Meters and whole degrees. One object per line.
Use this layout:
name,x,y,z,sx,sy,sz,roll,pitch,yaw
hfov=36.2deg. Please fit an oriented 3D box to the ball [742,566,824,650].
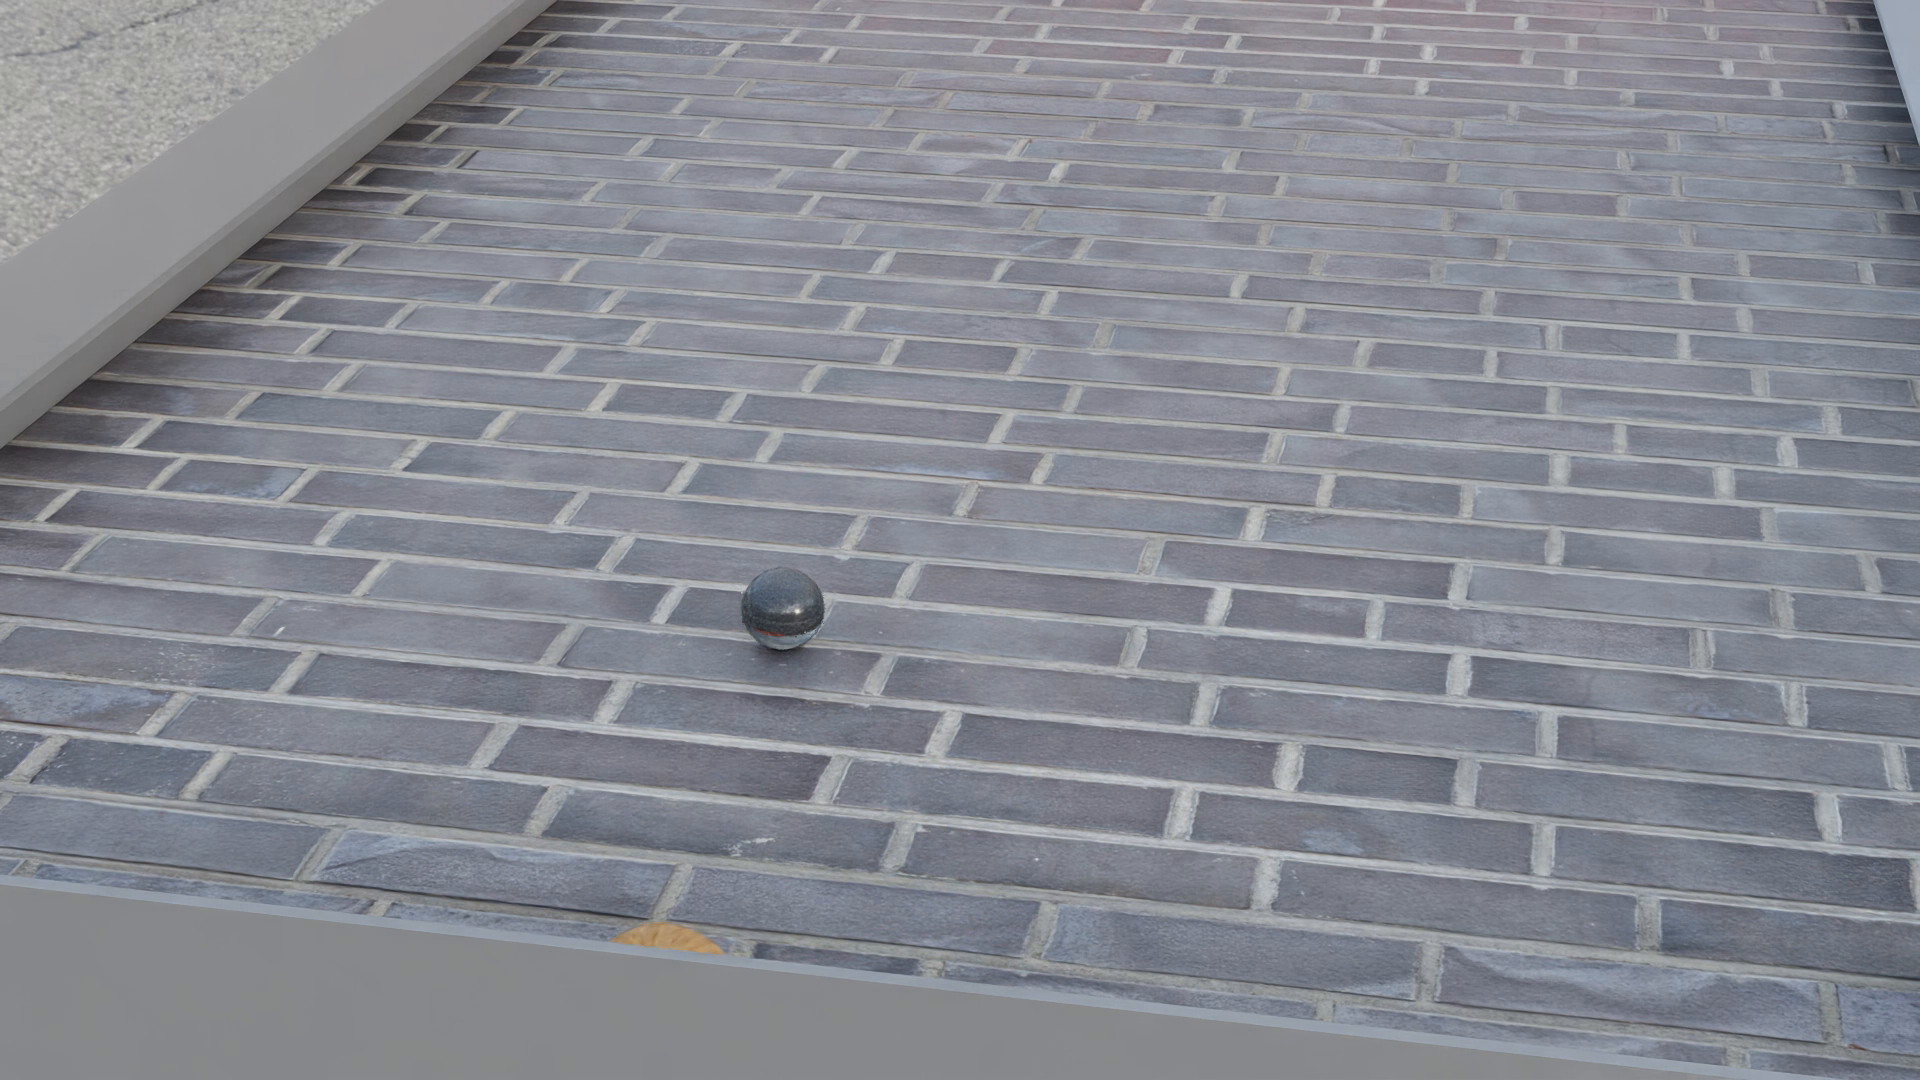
ball,-0.111,0.043,1.839,0.052,0.052,0.052,0,25,0

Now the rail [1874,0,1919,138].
rail,0.817,-0.241,2.355,0.045,0.126,2.589,5,26,10

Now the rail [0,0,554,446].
rail,-0.565,-0.358,2.603,0.045,0.126,2.589,5,26,10

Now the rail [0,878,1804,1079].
rail,-0.121,0.231,1.351,1.456,0.126,0.045,5,26,10

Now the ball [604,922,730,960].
ball,-0.144,0.225,1.418,0.080,0.080,0.080,0,25,0
